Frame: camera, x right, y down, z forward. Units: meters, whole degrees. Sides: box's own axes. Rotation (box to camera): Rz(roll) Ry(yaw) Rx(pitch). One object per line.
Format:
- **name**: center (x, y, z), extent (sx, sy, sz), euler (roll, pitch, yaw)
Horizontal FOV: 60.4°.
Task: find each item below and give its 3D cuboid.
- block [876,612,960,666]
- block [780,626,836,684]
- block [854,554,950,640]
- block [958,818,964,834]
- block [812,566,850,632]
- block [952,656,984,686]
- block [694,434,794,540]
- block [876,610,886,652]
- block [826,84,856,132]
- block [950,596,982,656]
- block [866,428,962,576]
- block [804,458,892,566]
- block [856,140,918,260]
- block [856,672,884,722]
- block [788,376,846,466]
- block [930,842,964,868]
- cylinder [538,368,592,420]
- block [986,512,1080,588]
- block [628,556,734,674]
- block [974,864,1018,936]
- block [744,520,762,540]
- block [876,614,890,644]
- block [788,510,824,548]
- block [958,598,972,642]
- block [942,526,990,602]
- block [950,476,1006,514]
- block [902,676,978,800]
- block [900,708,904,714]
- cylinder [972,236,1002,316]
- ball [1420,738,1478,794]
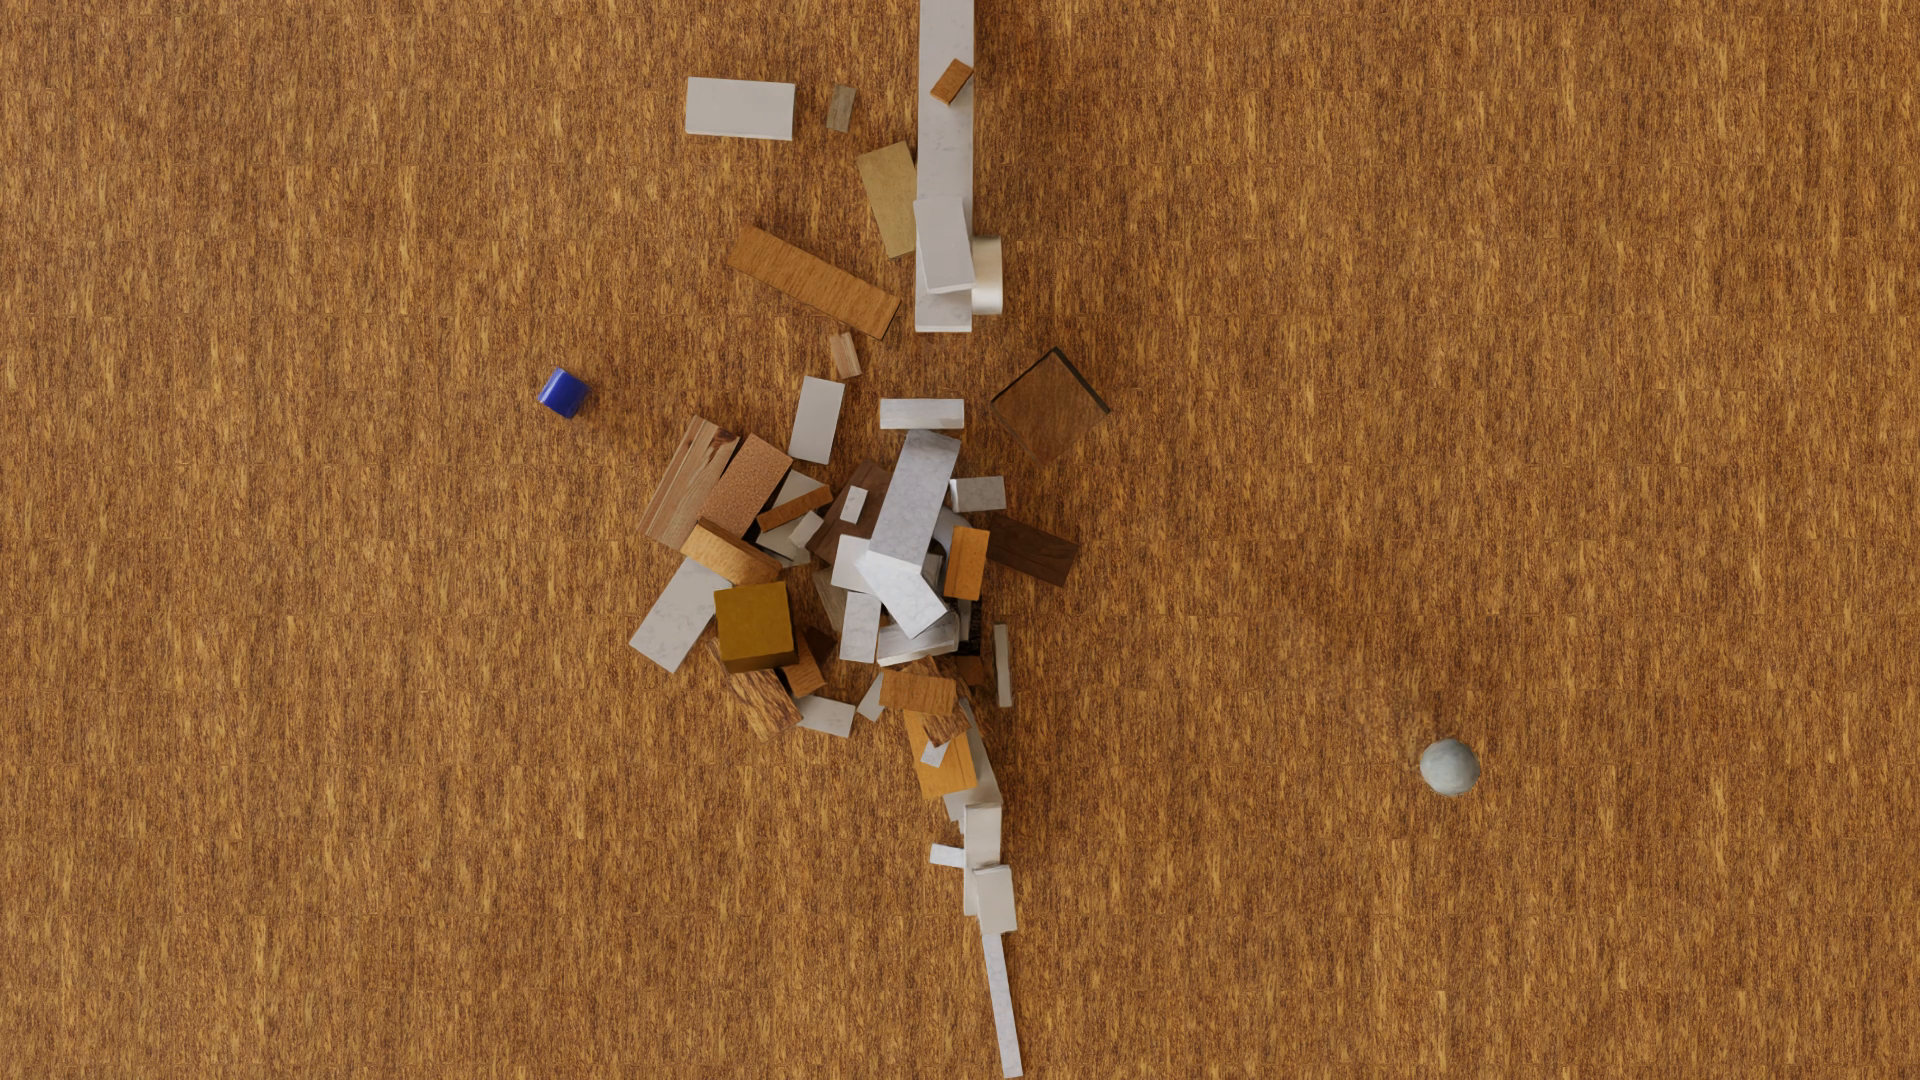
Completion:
- **block**: center (-0.135, 0.321, 5.342), extent (0.269, 0.135, 0.038), euler (-13, 135, 17)
- **block**: center (-0.503, 0.399, 5.469), extent (0.102, 0.029, 0.203), euler (30, 90, 21)
- **block**: center (-0.185, 0.149, 5.265), extent (0.154, 0.044, 0.308), euler (-38, 83, 11)
- **block**: center (0.036, 0.867, 5.438), extent (0.095, 0.027, 0.191), euler (-8, 86, 0)
- **block**: center (-0.405, 0.189, 5.454), extent (0.102, 0.029, 0.203), euler (-23, 83, 4)
- **block**: center (0.017, 0.385, 5.486), extent (0.099, 0.028, 0.199), euler (-8, 90, 0)
- **block**: center (-0.710, -0.167, 5.445), extent (0.168, 0.048, 0.336), euler (32, 80, 2)
- **block**: center (-0.310, 0.267, 5.484), extent (0.228, 0.032, 0.114), euler (39, 90, 0)
- **block**: center (-0.395, -1.436, 5.490), extent (0.072, 0.021, 0.145), euler (12, 90, 0)
- **block**: center (0.020, 0.282, 5.458), extent (0.099, 0.028, 0.199), euler (1, 75, 3)
- **block**: center (-0.145, -0.135, 5.316), extent (0.179, 0.051, 0.540), euler (17, 53, 0)
- **block**: center (-0.338, -0.073, 5.444), extent (0.179, 0.051, 0.357), euler (33, 84, 9)
- **block**: center (-0.207, -1.126, 5.475), extent (0.176, 0.050, 0.353), euler (-19, 90, 0)
- **block**: center (-0.274, 0.523, 5.489), extent (0.076, 0.022, 0.152), euler (33, 90, 0)
- **block**: center (-0.476, -0.397, 5.481), extent (0.137, 0.039, 0.274), euler (12, 90, 0)
- **block**: center (-0.034, 1.050, 5.482), extent (0.126, 0.018, 0.063), euler (8, 92, 8)
- **cylinder**: center (-1.302, -0.482, 5.437), extent (0.126, 0.126, 0.126), euler (33, 90, 0)
- **block**: center (0.227, 0.033, 5.479), extent (0.303, 0.043, 0.152), euler (22, 90, 0)
- **block**: center (-0.922, 0.245, 5.475), extent (0.179, 0.051, 0.357), euler (34, 90, 0)
- **block**: center (0.118, 1.182, 5.414), extent (0.116, 0.033, 0.231), euler (-8, 111, -6)
- **block**: center (-0.699, -0.038, 5.468), extent (0.151, 0.021, 0.076), euler (3, 90, 0)
- **block**: center (-0.219, 0.302, 5.453), extent (0.203, 0.029, 0.102), euler (7, 90, 0)
- **block**: center (-0.504, -0.035, 5.410), extent (0.059, 0.017, 0.117), euler (38, 85, -2)
- **block**: center (-0.020, 0.220, 5.444), extent (0.114, 0.032, 0.228), euler (2, 75, 8)
- **block**: center (0.020, 0.075, 5.312), extent (0.114, 0.032, 0.229), euler (10, 90, -6)
- **block**: center (0.060, -0.150, 5.413), extent (0.220, 0.031, 0.110), euler (-6, 90, -44)
- **block**: center (-0.071, 0.635, 5.299), extent (0.180, 0.051, 0.360), euler (-13, 95, -2)
- **block**: center (-0.126, 0.592, 5.470), extent (0.076, 0.022, 0.152), euler (-36, 96, 19)
- **cylinder**: center (0.007, -0.858, 5.373), extent (0.254, 0.254, 0.254), euler (-2, 90, 0)
- **ball**: center (1.603, 0.743, 5.410), extent (0.181, 0.181, 0.181), euler (0, 90, 0)
